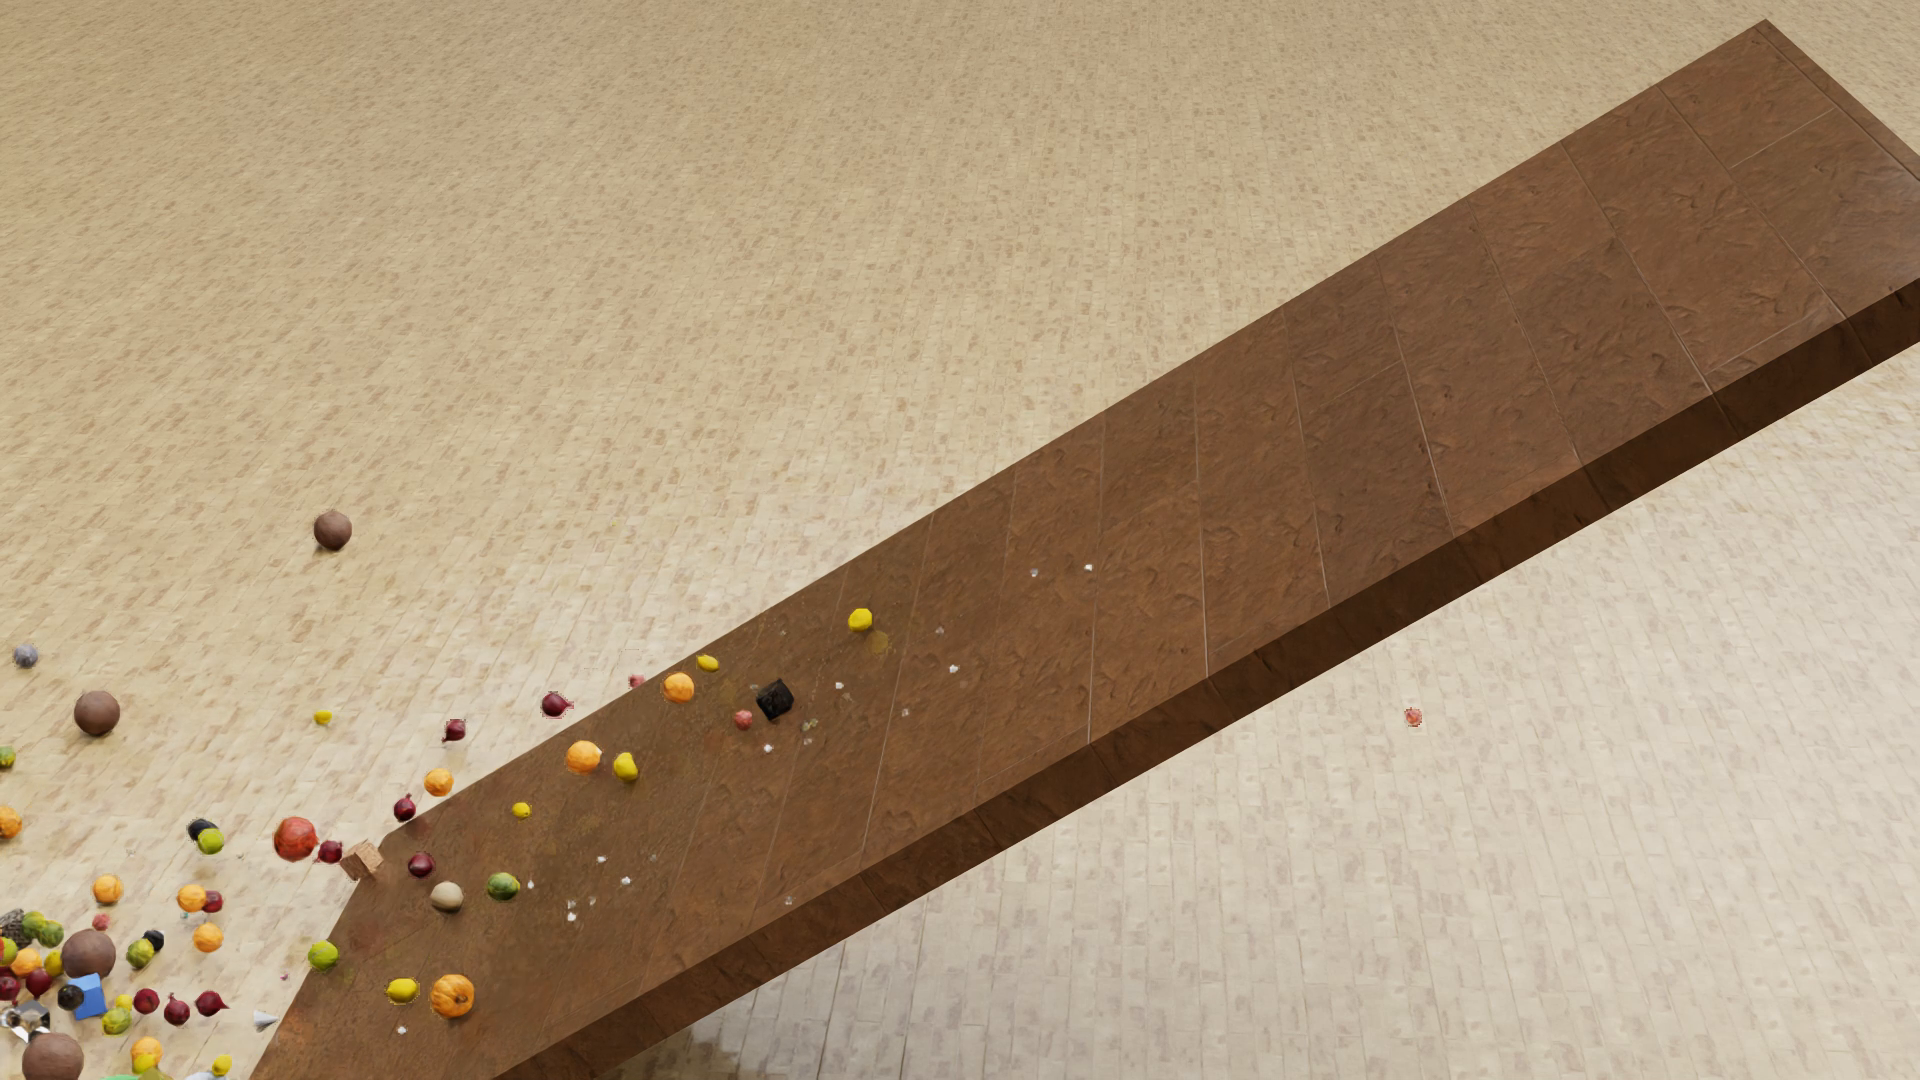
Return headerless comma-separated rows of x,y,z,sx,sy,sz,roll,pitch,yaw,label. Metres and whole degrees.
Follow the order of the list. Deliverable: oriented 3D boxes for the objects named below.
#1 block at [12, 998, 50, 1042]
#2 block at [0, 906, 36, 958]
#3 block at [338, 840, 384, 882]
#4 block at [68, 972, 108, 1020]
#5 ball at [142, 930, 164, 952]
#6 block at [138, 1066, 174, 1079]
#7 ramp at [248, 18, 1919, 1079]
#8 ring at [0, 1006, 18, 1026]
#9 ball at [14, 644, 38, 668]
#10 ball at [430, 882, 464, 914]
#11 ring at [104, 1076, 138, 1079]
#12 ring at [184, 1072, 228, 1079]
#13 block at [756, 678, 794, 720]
-2.163,1.119,6.846,0.061,0.061,0.061,28,34,25,block
-2.336,0.968,7.247,0.076,0.076,0.076,-29,20,5,block
-1.522,0.814,7.469,0.067,0.067,0.067,-26,17,28,block
-2.068,1.081,6.970,0.071,0.071,0.071,-14,23,-15,block
-1.992,0.989,7.260,0.054,0.054,0.054,0,20,0,ball
-1.708,1.201,6.273,0.096,0.096,0.096,-47,56,-10,block
0.140,0.170,6.294,4.000,0.100,2.000,-30,15,14,ramp
-2.236,1.122,6.937,0.077,0.026,0.077,-1,20,0,ring
-2.852,0.353,8.976,0.071,0.071,0.071,0,20,0,ball
-1.171,0.816,6.710,0.073,0.073,0.073,0,20,0,ball
-1.884,1.239,6.581,0.133,0.044,0.133,1,15,0,ring
-1.697,1.233,6.614,0.117,0.039,0.117,1,17,0,ring
-0.414,0.357,6.575,0.057,0.057,0.057,-30,16,16,block
